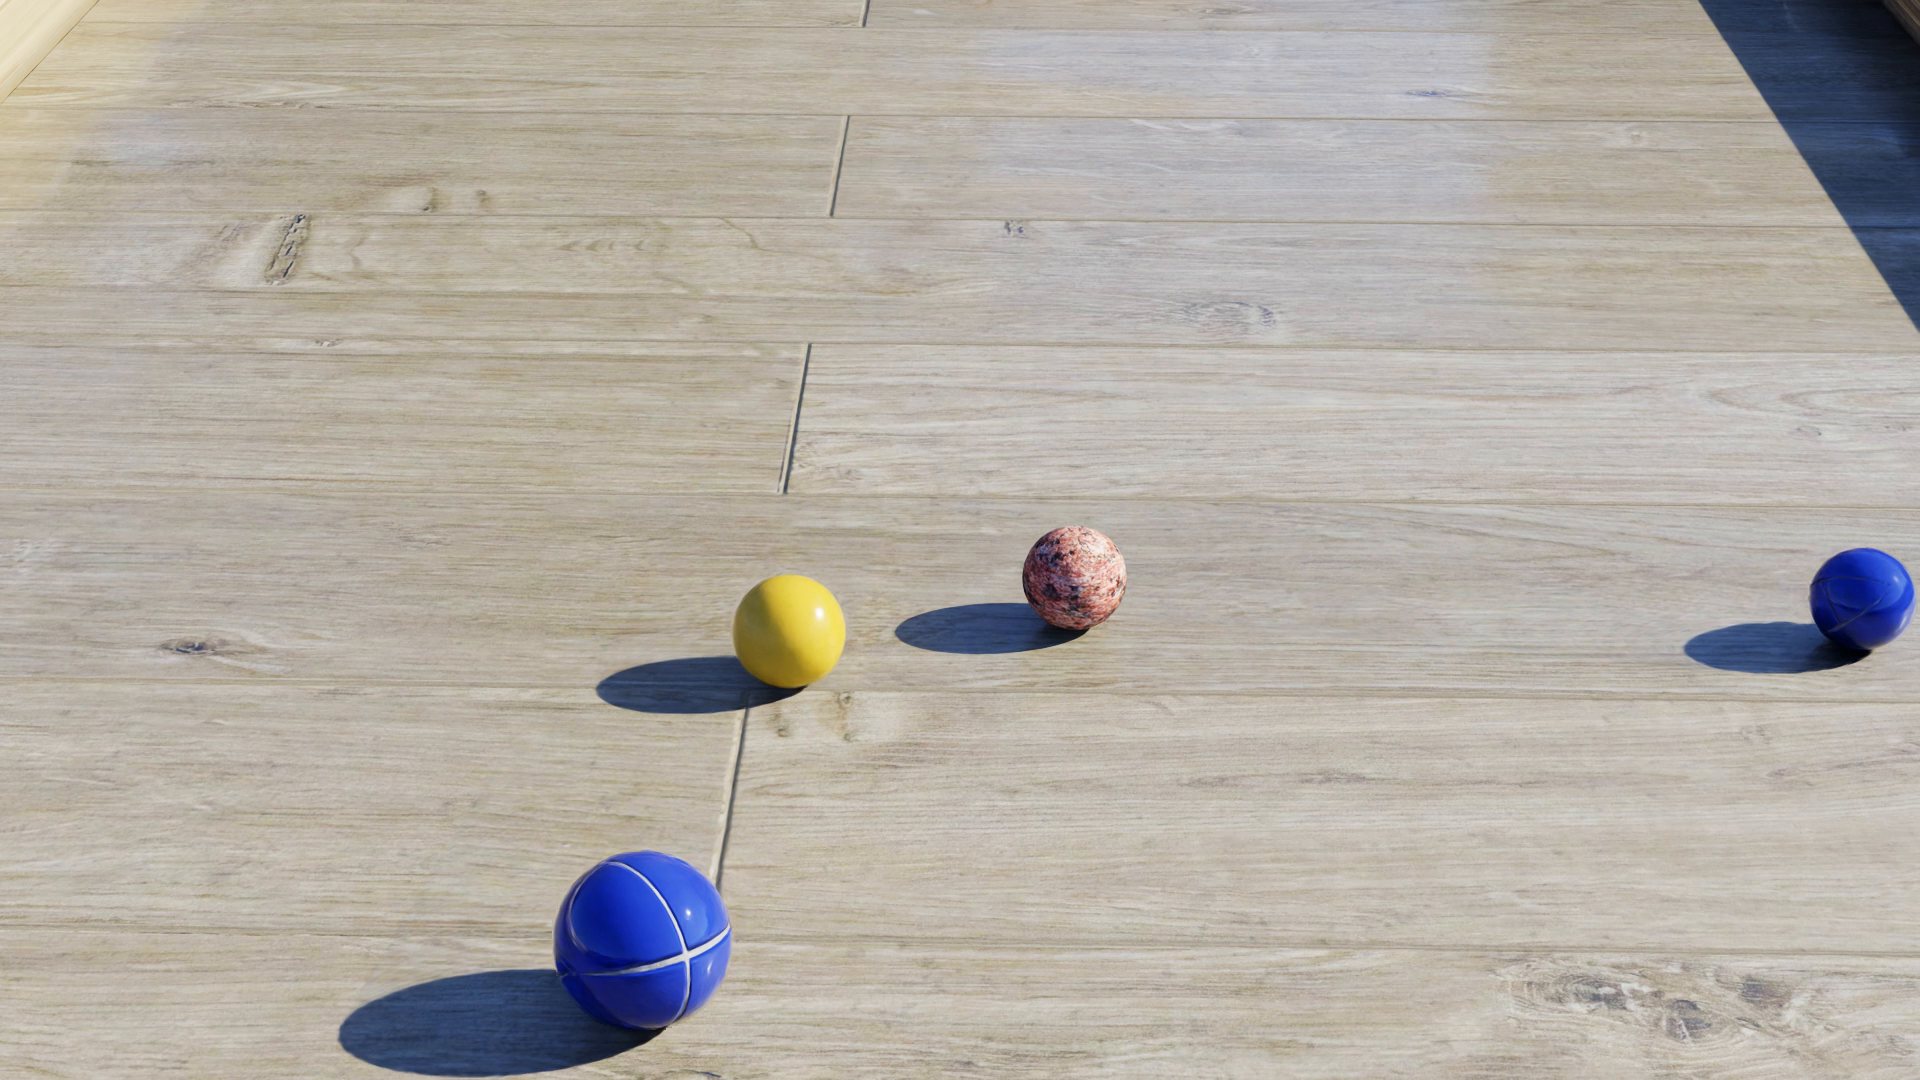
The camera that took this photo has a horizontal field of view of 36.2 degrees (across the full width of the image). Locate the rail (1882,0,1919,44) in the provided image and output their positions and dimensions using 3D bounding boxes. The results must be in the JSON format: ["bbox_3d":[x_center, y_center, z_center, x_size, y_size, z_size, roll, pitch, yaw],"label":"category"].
[{"bbox_3d":[0.875,-0.375,2.475,0.045,0.111,3.173,1,28,1],"label":"rail"}]

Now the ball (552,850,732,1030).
[{"bbox_3d":[-0.153,0.192,1.414,0.086,0.086,0.086,0,28,0],"label":"ball"}]

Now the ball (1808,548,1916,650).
[{"bbox_3d":[0.535,0.035,1.744,0.061,0.061,0.061,0,28,0],"label":"ball"}]

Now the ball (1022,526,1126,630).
[{"bbox_3d":[0.069,0.023,1.765,0.063,0.063,0.063,0,28,0],"label":"ball"}]

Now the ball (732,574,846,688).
[{"bbox_3d":[-0.099,0.053,1.704,0.066,0.066,0.066,0,28,0],"label":"ball"}]

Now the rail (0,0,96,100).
[{"bbox_3d":[-0.837,-0.394,2.511,0.045,0.111,3.173,1,28,1],"label":"rail"}]
